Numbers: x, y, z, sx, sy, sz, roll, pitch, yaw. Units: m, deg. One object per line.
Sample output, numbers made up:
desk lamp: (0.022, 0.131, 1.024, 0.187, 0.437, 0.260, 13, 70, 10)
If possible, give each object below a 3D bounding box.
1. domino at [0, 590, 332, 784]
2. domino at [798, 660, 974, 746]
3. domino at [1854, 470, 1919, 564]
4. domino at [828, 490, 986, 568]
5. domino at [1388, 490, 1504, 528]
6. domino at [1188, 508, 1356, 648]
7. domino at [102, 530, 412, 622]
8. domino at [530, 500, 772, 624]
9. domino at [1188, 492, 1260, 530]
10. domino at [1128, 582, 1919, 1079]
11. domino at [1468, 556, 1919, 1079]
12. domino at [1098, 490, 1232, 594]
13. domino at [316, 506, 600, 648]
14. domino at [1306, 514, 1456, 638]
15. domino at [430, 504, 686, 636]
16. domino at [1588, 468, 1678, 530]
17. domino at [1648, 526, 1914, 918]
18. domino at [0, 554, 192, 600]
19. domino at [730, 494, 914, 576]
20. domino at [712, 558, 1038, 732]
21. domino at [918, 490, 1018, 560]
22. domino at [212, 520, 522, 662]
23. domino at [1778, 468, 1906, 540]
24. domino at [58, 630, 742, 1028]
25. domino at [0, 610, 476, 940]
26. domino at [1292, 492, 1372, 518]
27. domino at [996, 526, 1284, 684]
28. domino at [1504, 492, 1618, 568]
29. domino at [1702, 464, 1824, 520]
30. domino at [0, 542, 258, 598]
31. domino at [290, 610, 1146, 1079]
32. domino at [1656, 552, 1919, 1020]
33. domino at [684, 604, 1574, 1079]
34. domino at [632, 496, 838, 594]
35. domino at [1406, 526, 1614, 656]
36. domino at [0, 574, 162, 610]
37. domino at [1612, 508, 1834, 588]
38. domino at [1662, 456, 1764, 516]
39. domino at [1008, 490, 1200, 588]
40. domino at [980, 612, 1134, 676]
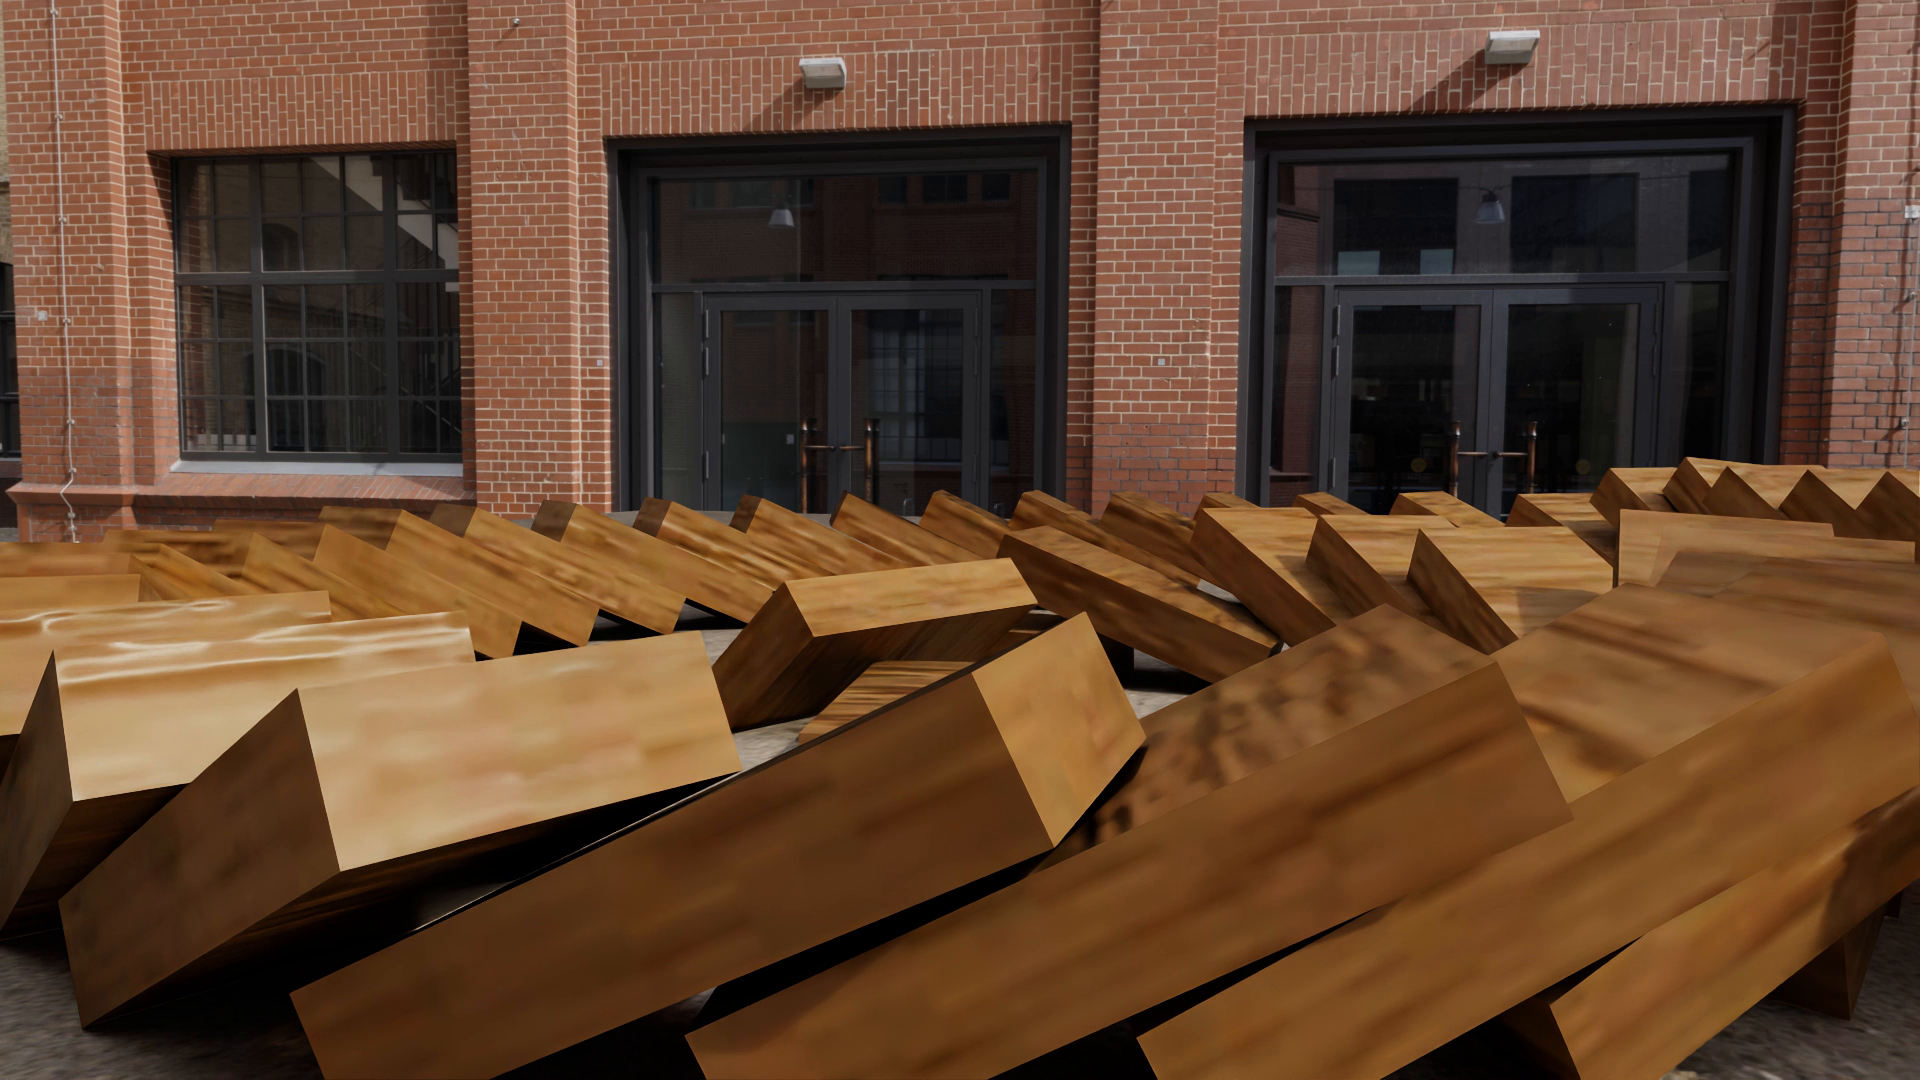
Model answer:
domino: (-0.076, 0.019, 0.119, 0.025, 0.009, 0.050, -3, -20, -37)
domino: (-0.003, 0.025, 0.170, 0.025, 0.010, 0.050, 0, 4, 7)
domino: (0.180, 0.008, 0.215, 0.025, 0.010, 0.050, -1, 42, -17)
domino: (-0.009, 0.002, 0.333, 0.050, 0.009, 0.025, 26, 1, -8)
domino: (0.130, 0.004, 0.309, 0.025, 0.009, 0.050, -4, 32, -46)
domino: (0.065, 0.010, 0.229, 0.025, 0.009, 0.050, -1, 30, -27)
domino: (-0.109, 0.012, 0.207, 0.025, 0.009, 0.050, 1, -21, 12)
domino: (-0.071, 0.006, 0.295, 0.050, 0.009, 0.025, 27, -12, -32)
domino: (0.086, 0.003, 0.329, 0.050, 0.009, 0.025, 29, 15, 21)
domino: (0.033, 0.020, 0.088, 0.050, 0.009, 0.025, -28, 7, -2)
domino: (0.056, 0.019, 0.096, 0.050, 0.009, 0.025, -30, 14, -12)
domino: (0.063, 0.003, 0.335, 0.050, 0.010, 0.025, 27, 12, 15)
domino: (-0.099, 0.008, 0.255, 0.025, 0.009, 0.050, 3, -21, 33)
domino: (0.080, 0.012, 0.209, 0.025, 0.010, 0.050, 0, 29, -16)
domino: (-0.088, 0.007, 0.278, 0.050, 0.010, 0.025, 29, -15, -37)
domino: (0.162, 0.003, 0.276, 0.025, 0.010, 0.050, -1, 41, -17)
domino: (0.086, 0.016, 0.137, 0.025, 0.010, 0.050, 5, 34, 34)
domino: (-0.105, 0.015, 0.159, 0.025, 0.010, 0.050, -1, -22, -6)
domino: (-0.031, 0.004, 0.322, 0.050, 0.009, 0.025, 25, -5, -20)
domino: (-0.013, 0.016, 0.203, 0.050, 0.010, 0.025, -5, -34, -48)
domino: (0.015, 0.002, 0.338, 0.050, 0.010, 0.025, 26, 5, 2)
domino: (-0.106, 0.010, 0.232, 0.025, 0.009, 0.050, 2, -20, 22)
domino: (0.177, 0.006, 0.230, 0.025, 0.009, 0.050, -1, 42, -18)
domino: (-0.040, 0.021, 0.088, 0.050, 0.009, 0.025, -30, -16, 39)
domino: (-0.059, 0.020, 0.102, 0.025, 0.009, 0.050, -4, -20, -43)
domino: (0.108, 0.004, 0.320, 0.050, 0.009, 0.025, 31, 18, 26)
domino: (0.033, 0.012, 0.232, 0.050, 0.009, 0.025, 24, 12, 18)
domino: (0.152, 0.005, 0.293, 0.025, 0.009, 0.050, -2, 31, -22)
domino: (0.170, 0.005, 0.245, 0.025, 0.009, 0.050, -1, 42, -17)
domino: (-0.110, 0.014, 0.184, 0.025, 0.010, 0.050, 0, -21, 7)
domino: (-0.015, 0.021, 0.083, 0.050, 0.010, 0.025, -27, -5, 18)
domino: (0.072, 0.018, 0.117, 0.025, 0.009, 0.050, 4, 33, 46)
domino: (0.010, 0.021, 0.084, 0.050, 0.009, 0.025, -26, 1, 7)
domino: (-0.052, 0.004, 0.310, 0.050, 0.010, 0.025, 26, -8, -26)
domino: (0.087, 0.014, 0.184, 0.025, 0.010, 0.050, -1, 29, -7)
domino: (-0.095, 0.017, 0.137, 0.025, 0.009, 0.050, -1, -21, -17)
domino: (0.095, 0.014, 0.159, 0.025, 0.009, 0.050, 6, 34, 25)
domino: (0.169, 0.003, 0.262, 0.025, 0.010, 0.050, 5, 40, -11)
domino: (0.039, 0.002, 0.338, 0.050, 0.010, 0.025, 26, 9, 9)
domino: (0.005, 0.020, 0.242, 0.050, 0.010, 0.025, 2, 5, 26)
